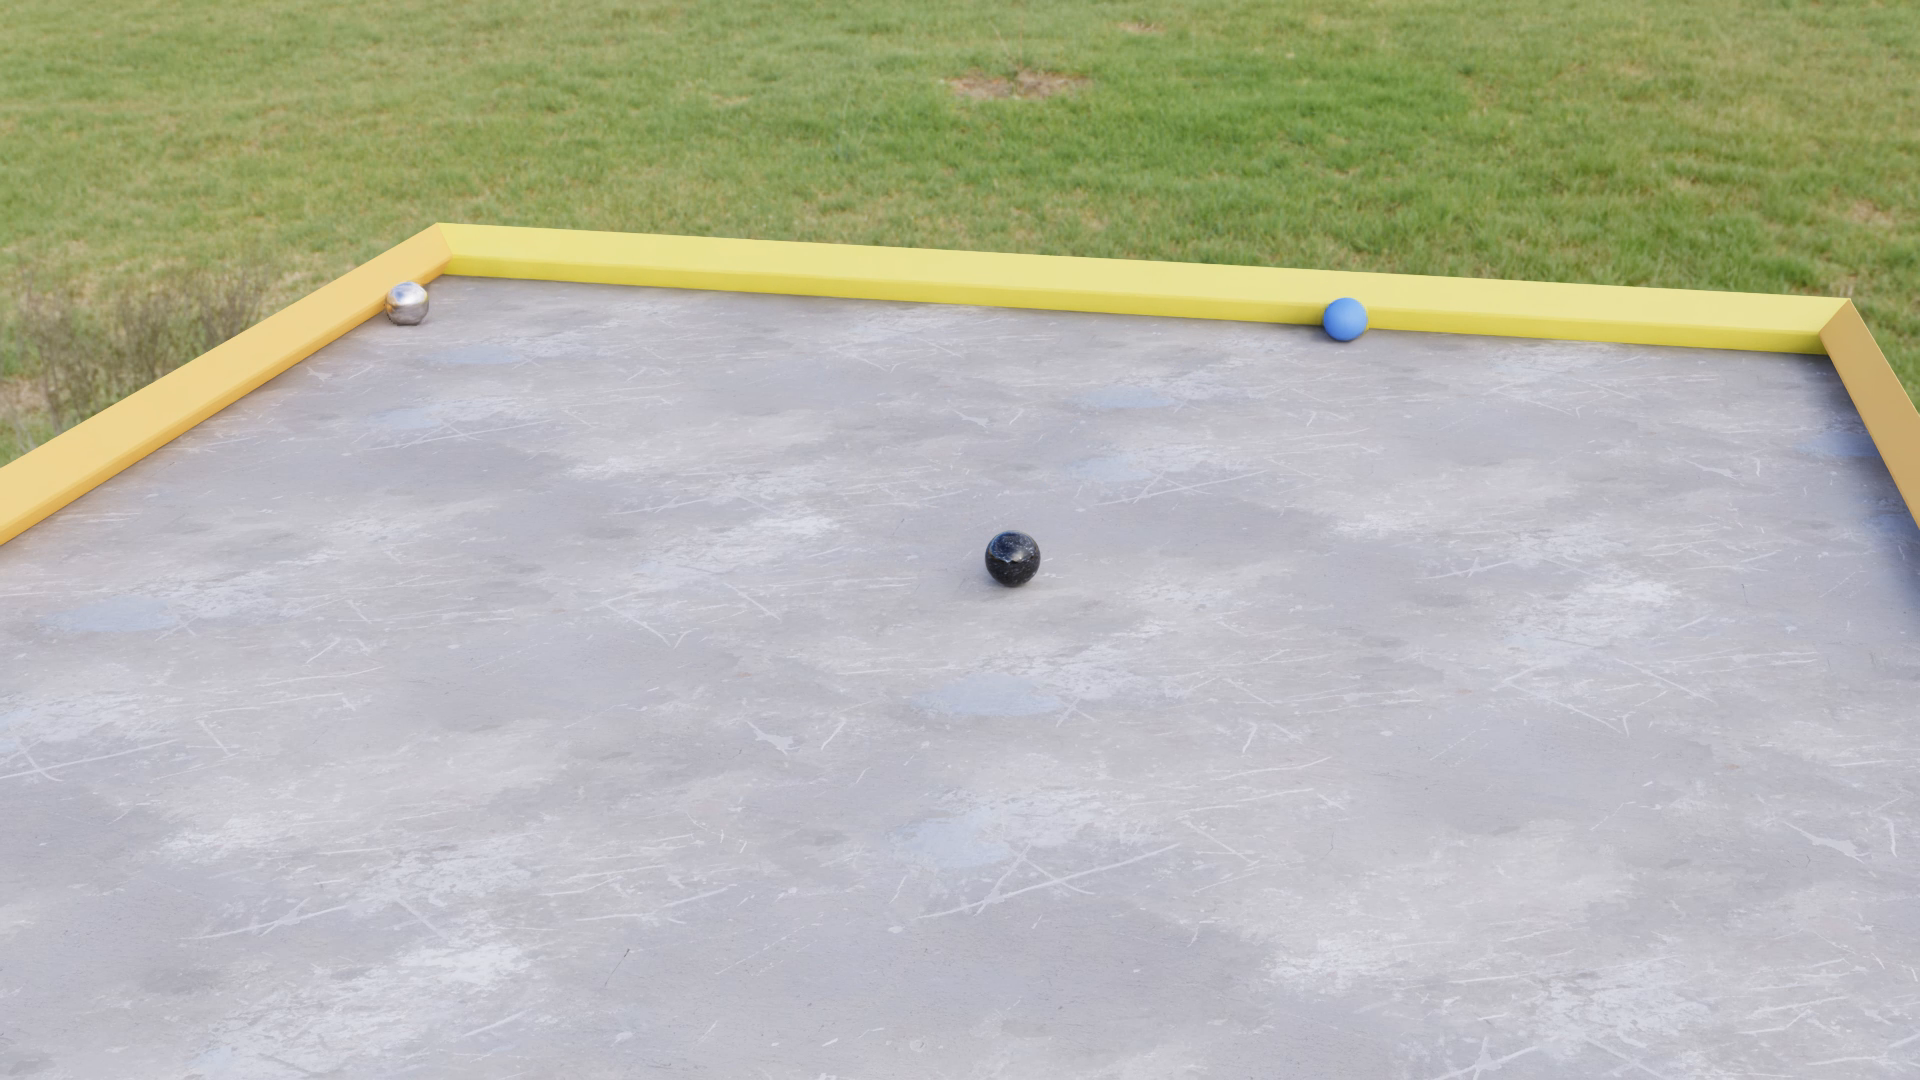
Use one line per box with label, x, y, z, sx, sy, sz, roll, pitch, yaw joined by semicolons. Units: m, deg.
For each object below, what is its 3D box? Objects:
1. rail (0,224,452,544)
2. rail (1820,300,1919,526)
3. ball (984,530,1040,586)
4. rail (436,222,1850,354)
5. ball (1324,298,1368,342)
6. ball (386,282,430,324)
rail;-1.331;0.306;1.806;0.045;0.089;4.393;5;23;11
rail;0.878;0.481;1.374;0.045;0.089;4.393;5;23;11
ball;0.061;0.021;2.541;0.065;0.065;0.065;0;22;0
rail;0.222;-0.407;3.560;2.305;0.089;0.045;5;23;11
ball;0.603;-0.345;3.437;0.069;0.069;0.069;0;22;0
ball;-0.884;-0.380;3.523;0.069;0.069;0.069;0;22;0
